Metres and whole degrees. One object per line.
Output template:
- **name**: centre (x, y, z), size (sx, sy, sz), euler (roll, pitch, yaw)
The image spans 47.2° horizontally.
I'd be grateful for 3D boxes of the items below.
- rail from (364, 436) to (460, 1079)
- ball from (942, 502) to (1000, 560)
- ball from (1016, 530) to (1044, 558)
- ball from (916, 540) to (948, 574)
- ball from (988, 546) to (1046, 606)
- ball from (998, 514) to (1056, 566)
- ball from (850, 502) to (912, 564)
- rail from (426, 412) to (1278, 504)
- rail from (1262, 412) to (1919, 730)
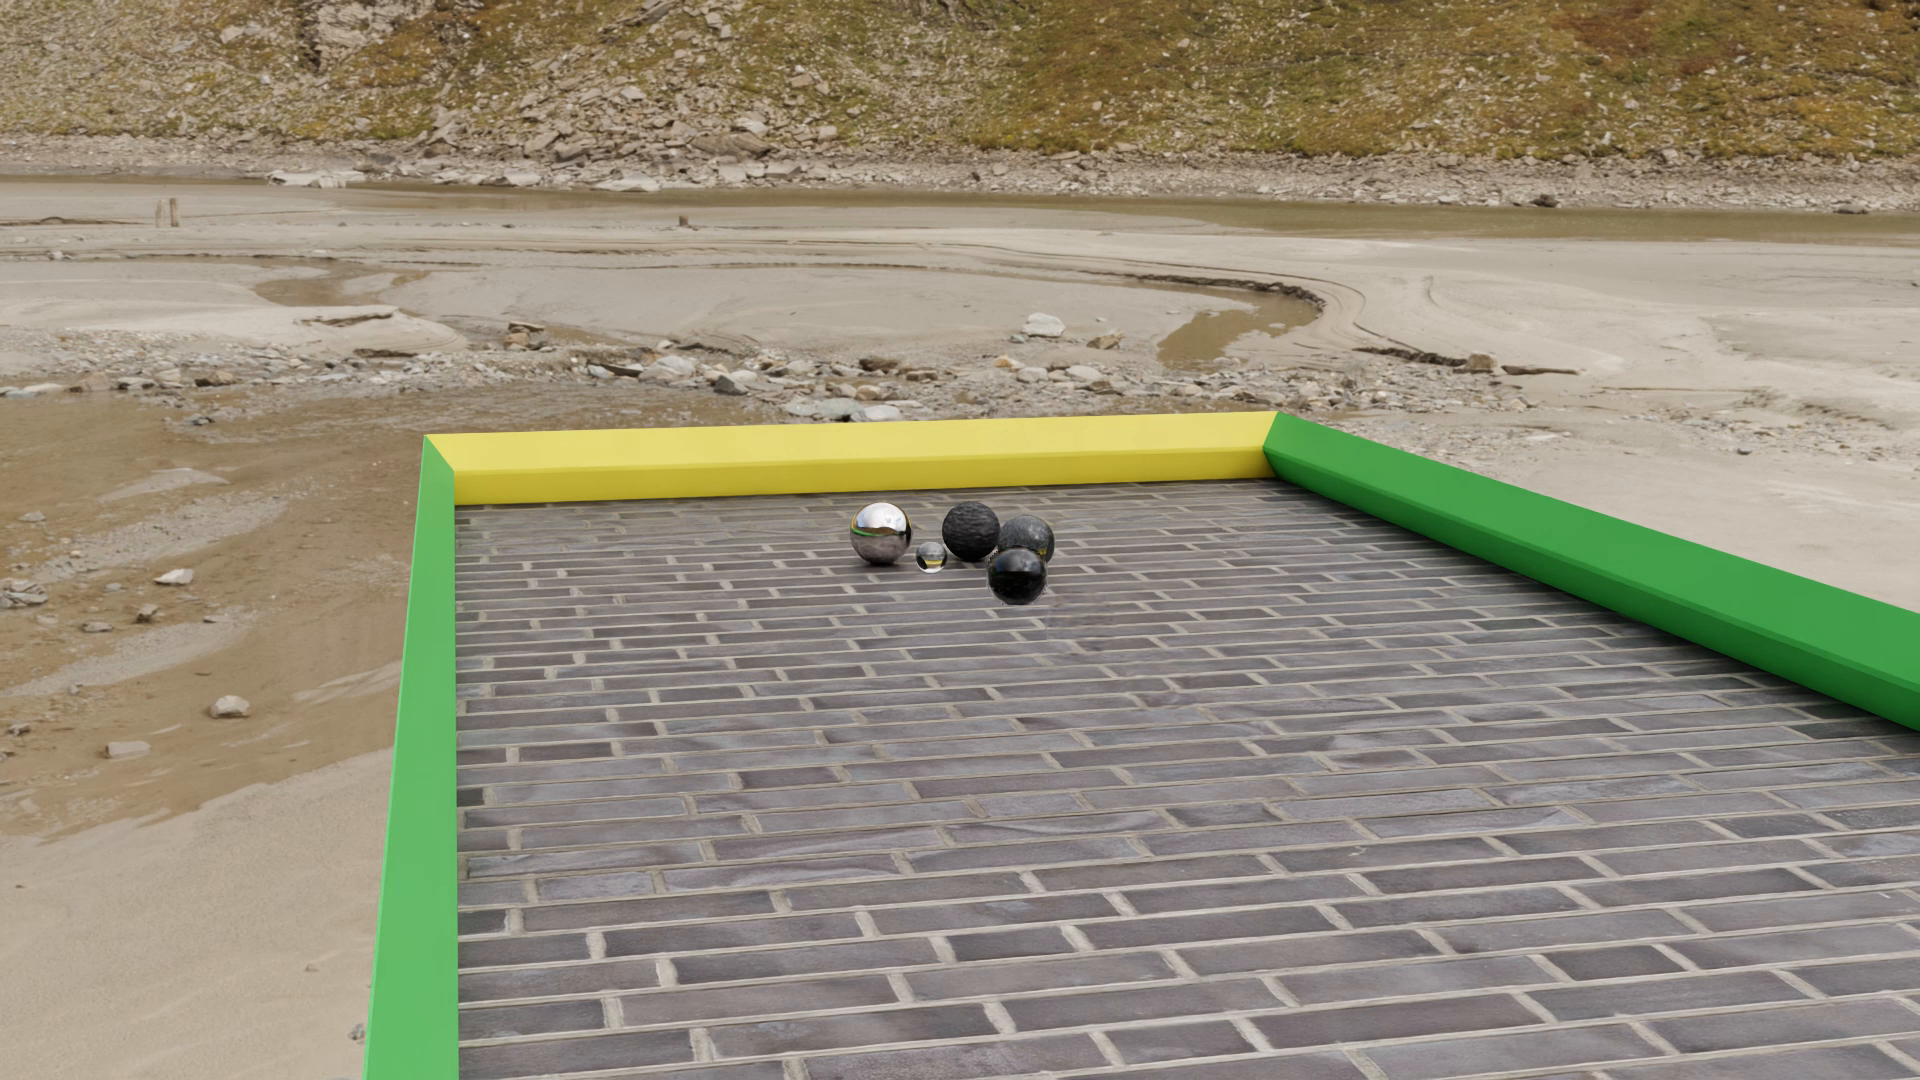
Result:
- **rail**: centre (-0.546, 0.122, 2.281), size (0.045, 0.117, 2.790), euler (-2, 10, -13)
- **ball**: centre (0.016, -0.013, 3.142), size (0.084, 0.084, 0.084), euler (0, 10, 0)
- **ball**: centre (0.101, 0.006, 3.157), size (0.042, 0.042, 0.042), euler (0, 10, 0)
- **ball**: centre (-0.040, 0.024, 3.046), size (0.045, 0.045, 0.045), euler (0, 10, 0)
- **ball**: centre (0.074, 0.047, 2.828), size (0.076, 0.076, 0.076), euler (0, 10, 0)
- **ball**: centre (0.092, 0.005, 3.049), size (0.081, 0.081, 0.081), euler (0, 10, 0)
- **ball**: centre (-0.111, -0.010, 3.107), size (0.090, 0.090, 0.090), euler (0, 10, 0)
- **rail**: centre (-0.150, -0.139, 3.755), size (1.485, 0.117, 0.045), euler (-2, 10, -13)
- **rail**: centre (0.856, 0.066, 2.596), size (0.045, 0.117, 2.790), euler (-2, 10, -13)
